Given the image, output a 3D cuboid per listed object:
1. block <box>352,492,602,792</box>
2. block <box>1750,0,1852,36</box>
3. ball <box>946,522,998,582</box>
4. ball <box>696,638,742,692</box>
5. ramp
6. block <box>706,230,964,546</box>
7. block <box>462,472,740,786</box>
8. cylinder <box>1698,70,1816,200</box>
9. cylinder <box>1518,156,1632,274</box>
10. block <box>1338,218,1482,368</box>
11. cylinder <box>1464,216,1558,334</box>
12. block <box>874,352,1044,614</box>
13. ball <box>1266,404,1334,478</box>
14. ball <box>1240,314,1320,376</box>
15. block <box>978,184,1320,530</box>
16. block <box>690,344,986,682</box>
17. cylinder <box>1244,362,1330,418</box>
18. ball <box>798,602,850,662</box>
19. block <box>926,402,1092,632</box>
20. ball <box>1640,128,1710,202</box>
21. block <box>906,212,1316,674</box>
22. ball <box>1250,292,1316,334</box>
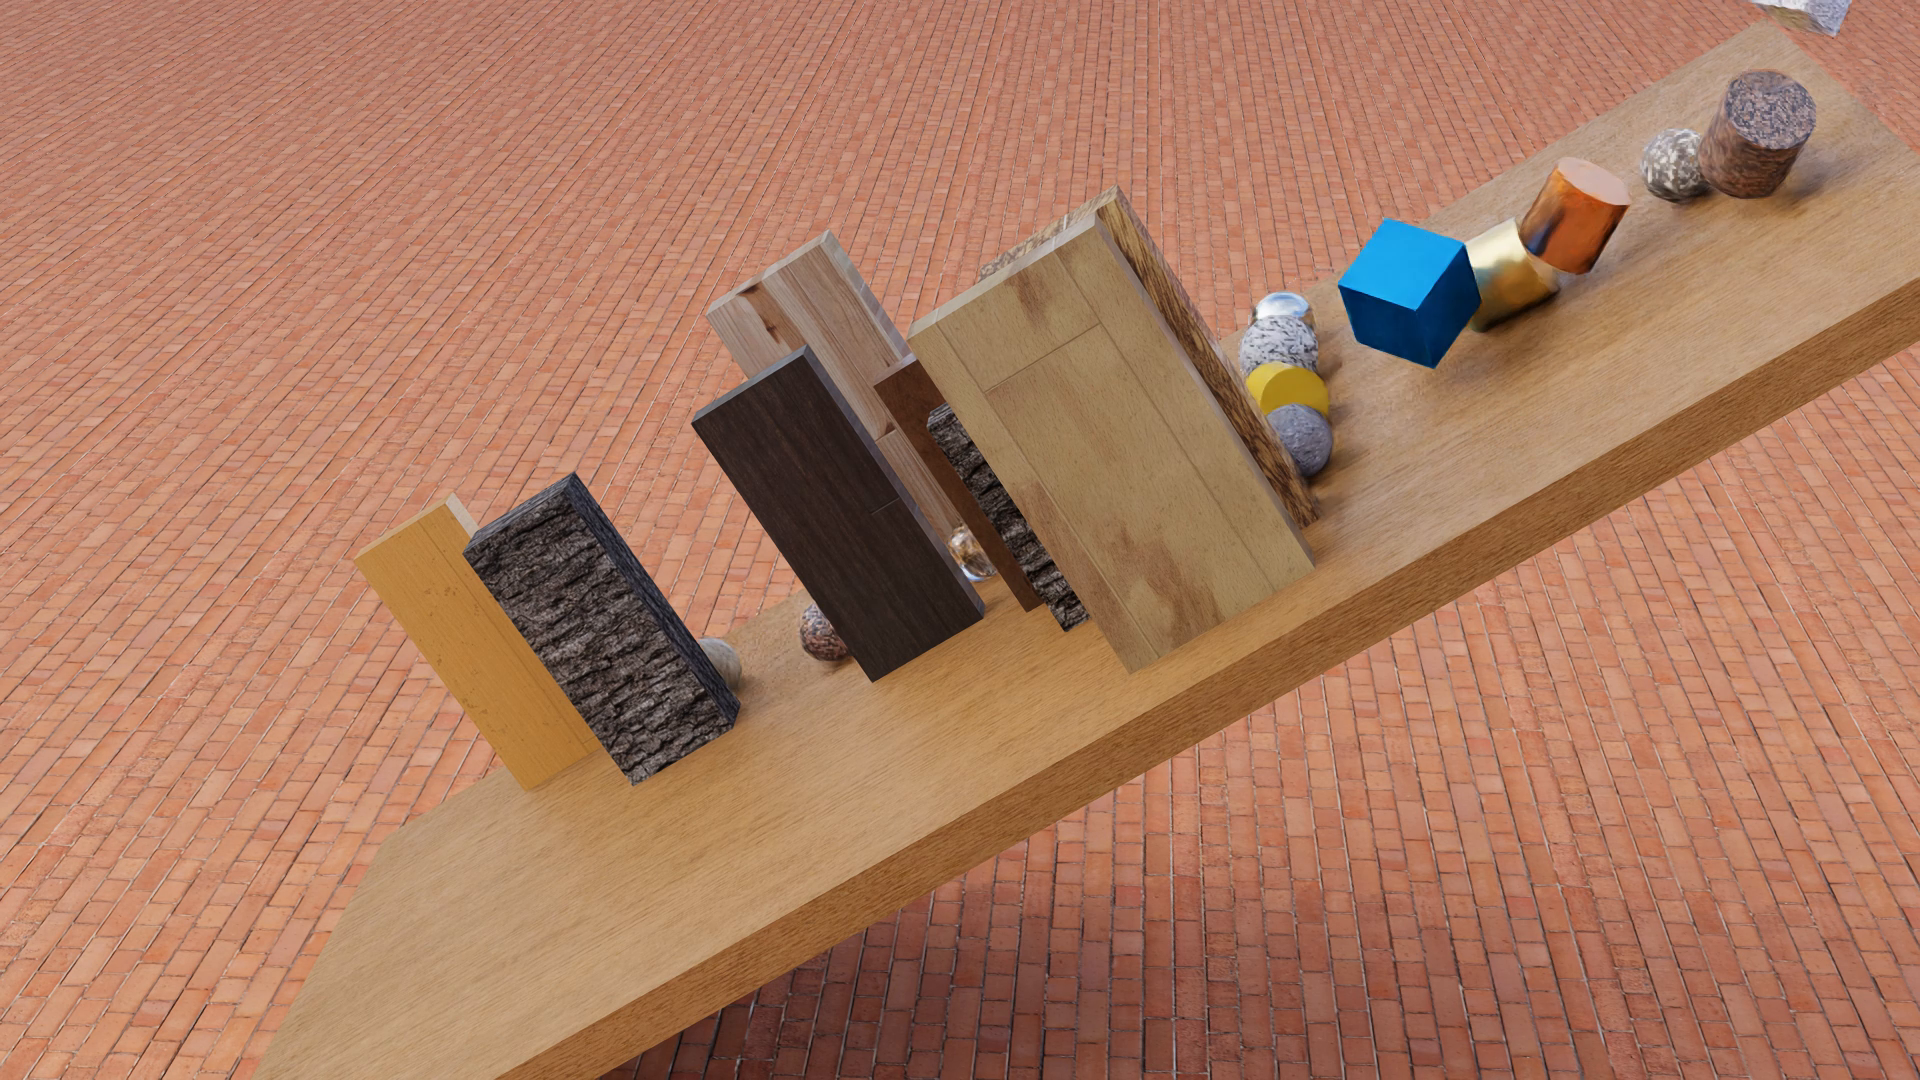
[{"bbox_3d":[-1.147,0.252,7.173,0.280,0.715,0.083,-31,15,14],"label":"block"},{"bbox_3d":[1.586,-1.033,5.514,0.122,0.122,0.122,22,1,-42],"label":"block"},{"bbox_3d":[0.034,0.025,6.514,0.134,0.134,0.134,0,20,0],"label":"ball"},{"bbox_3d":[-0.591,0.306,6.921,0.154,0.154,0.154,0,20,0],"label":"ball"},{"bbox_3d":[0.140,0.170,6.294,4.000,0.100,2.000,-31,15,14],"label":"ramp"},{"bbox_3d":[-0.227,-0.299,6.813,0.330,0.781,0.115,-31,15,14],"label":"block"},{"bbox_3d":[-0.810,0.205,6.696,0.279,0.670,0.144,-31,15,14],"label":"block"},{"bbox_3d":[1.511,-0.768,5.581,0.176,0.176,0.176,2,64,-3],"label":"cylinder"},{"bbox_3d":[1.213,-0.640,5.805,0.165,0.165,0.165,18,33,-12],"label":"cylinder"},{"bbox_3d":[0.884,-0.485,5.778,0.181,0.181,0.181,24,66,35],"label":"block"},{"bbox_3d":[1.087,-0.536,5.947,0.178,0.178,0.178,-27,10,24],"label":"cylinder"},{"bbox_3d":[0.125,-0.178,6.080,0.338,0.584,0.087,-31,15,14],"label":"block"},{"bbox_3d":[0.664,-0.195,5.834,0.151,0.151,0.151,0,20,0],"label":"ball"},{"bbox_3d":[0.694,-0.405,6.386,0.171,0.171,0.171,0,20,0],"label":"ball"},{"bbox_3d":[0.363,-0.280,5.596,0.305,0.736,0.119,-31,15,14],"label":"block"},{"bbox_3d":[-0.256,-0.052,6.279,0.287,0.694,0.082,-31,15,14],"label":"block"},{"bbox_3d":[0.675,-0.292,6.103,0.146,0.146,0.146,-3,9,-9],"label":"cylinder"},{"bbox_3d":[-0.296,0.204,6.638,0.142,0.142,0.142,0,20,0],"label":"ball"},{"bbox_3d":[0.185,-0.099,5.851,0.260,0.509,0.101,-31,15,14],"label":"block"},{"bbox_3d":[1.446,-0.755,5.923,0.150,0.150,0.150,0,20,0],"label":"ball"},{"bbox_3d":[0.280,-0.170,5.379,0.399,0.762,0.105,-31,15,14],"label":"block"},{"bbox_3d":[0.726,-0.485,6.607,0.148,0.148,0.148,0,20,0],"label":"ball"}]
